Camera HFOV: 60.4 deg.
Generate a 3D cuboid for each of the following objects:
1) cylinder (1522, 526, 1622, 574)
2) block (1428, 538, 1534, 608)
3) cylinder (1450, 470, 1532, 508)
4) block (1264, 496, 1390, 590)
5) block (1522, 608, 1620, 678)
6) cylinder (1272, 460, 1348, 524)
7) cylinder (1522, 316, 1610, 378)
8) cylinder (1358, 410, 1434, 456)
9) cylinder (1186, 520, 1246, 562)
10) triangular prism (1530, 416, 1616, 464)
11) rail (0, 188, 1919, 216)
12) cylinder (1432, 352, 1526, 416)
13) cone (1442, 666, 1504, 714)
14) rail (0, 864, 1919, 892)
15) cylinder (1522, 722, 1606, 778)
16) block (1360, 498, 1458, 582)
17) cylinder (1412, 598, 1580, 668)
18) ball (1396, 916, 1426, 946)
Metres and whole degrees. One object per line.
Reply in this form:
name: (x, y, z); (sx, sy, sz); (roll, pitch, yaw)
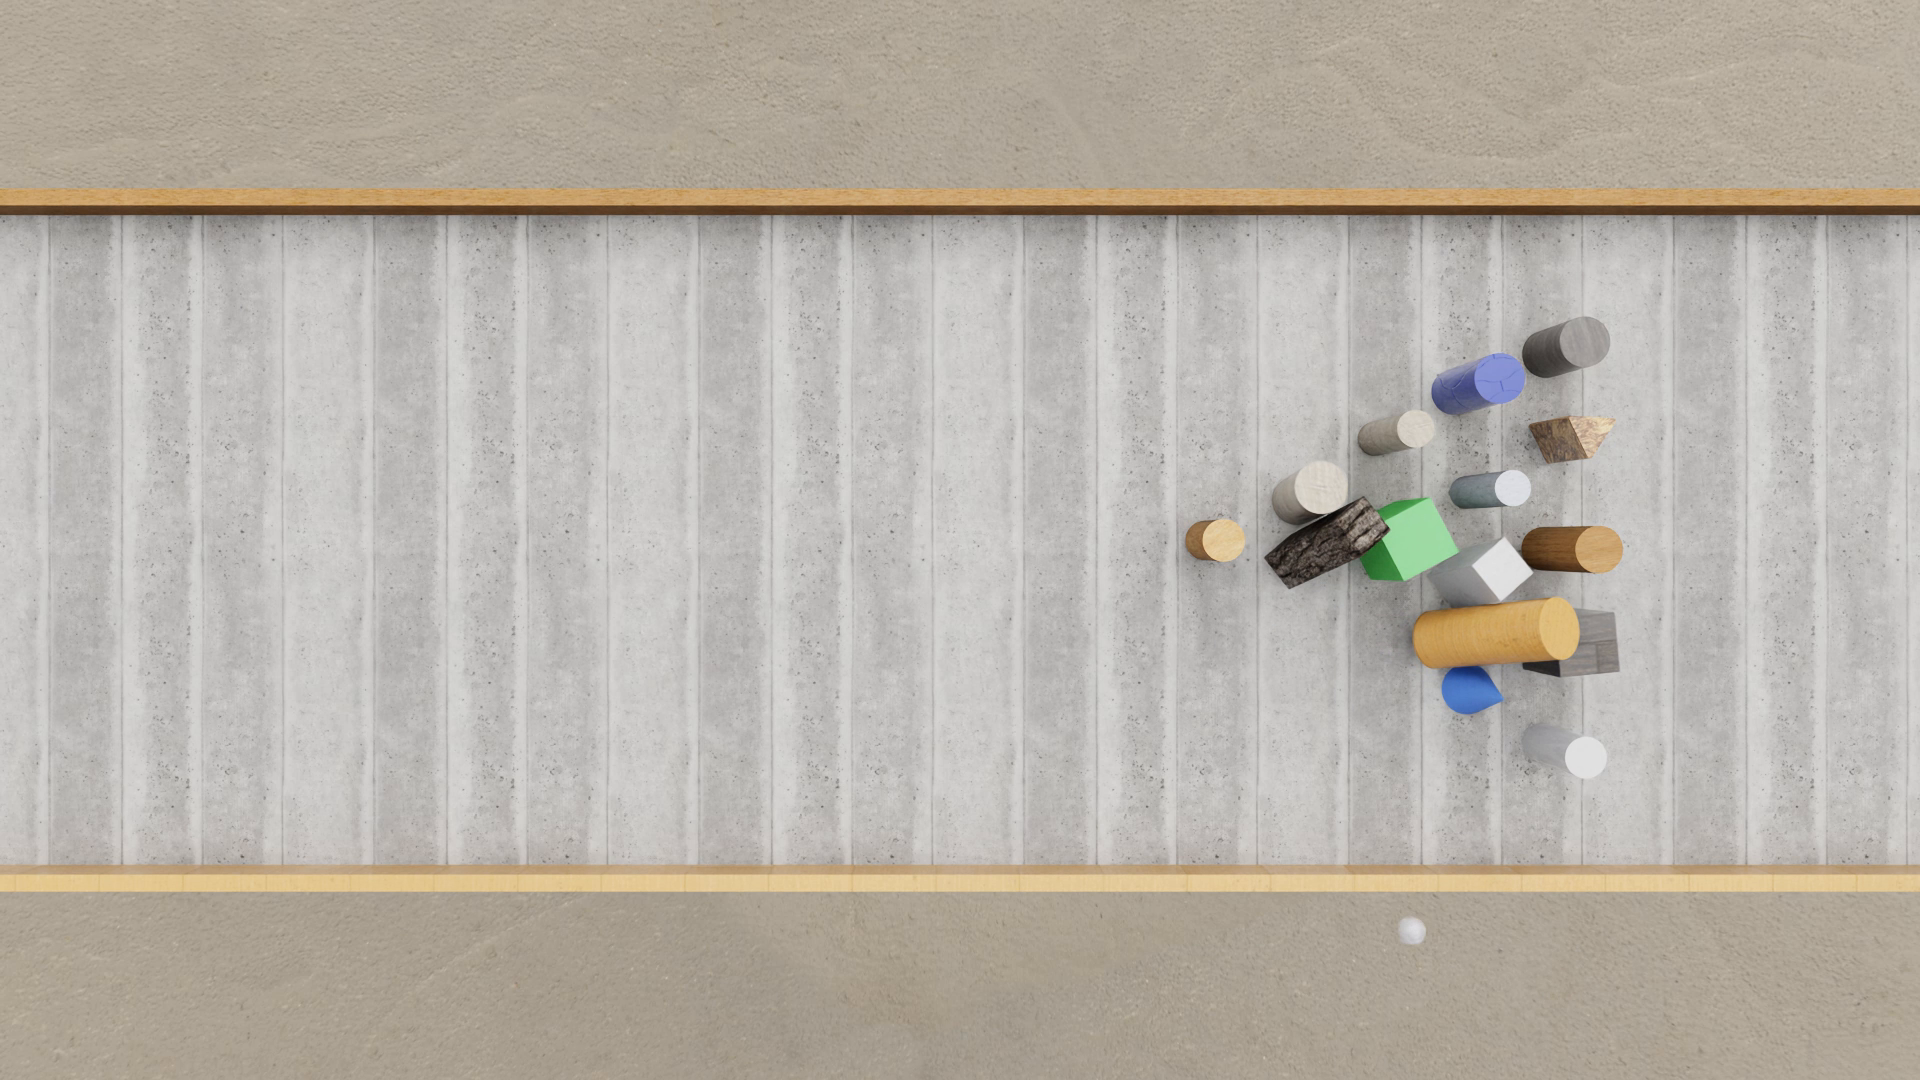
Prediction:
cylinder: (1.795, 0.027, 4.853); (0.134, 0.446, 0.134); (0, 90, 0)
block: (1.545, 0.102, 4.913); (0.133, 0.308, 0.133); (-39, 90, -11)
cylinder: (1.558, -0.146, 4.861); (0.102, 0.431, 0.102); (0, 90, 0)
block: (1.072, 0.013, 4.843); (0.124, 0.450, 0.124); (-38, 89, -21)
block: (1.812, 0.303, 4.920); (0.174, 0.313, 0.174); (-5, 90, 0)
cylinder: (1.028, -0.135, 4.862); (0.151, 0.419, 0.151); (0, 86, 2)
cylinder: (1.803, -0.572, 4.918); (0.147, 0.317, 0.147); (0, 90, 0)
cylinder: (1.277, -0.312, 4.848); (0.106, 0.457, 0.106); (0, 90, 0)
cylinder: (0.754, 0.001, 4.895); (0.122, 0.364, 0.122); (0, 90, 0)
triangular prism: (1.800, -0.323, 4.909); (0.117, 0.335, 0.135); (34, 90, 0)
rail: (-2.247, -1.025, 5.002); (12.000, 0.150, 0.050); (0, 90, 0)
cylinder: (1.522, -0.456, 4.863); (0.143, 0.426, 0.143); (0, 90, 0)
cone: (1.561, 0.458, 4.900); (0.157, 0.352, 0.157); (0, 90, 0)
rail: (-2.247, 1.025, 5.001); (12.000, 0.150, 0.050); (0, 90, 0)
cylinder: (1.790, 0.622, 4.896); (0.120, 0.361, 0.120); (0, 90, 0)
block: (1.303, -0.001, 4.895); (0.178, 0.360, 0.178); (-28, 90, -1)
cylinder: (1.565, 0.276, 4.838); (0.178, 0.455, 0.178); (5, 80, -33)
ball: (2.985, 2.588, 10.913); (0.185, 0.185, 0.185); (0, 90, 0)
